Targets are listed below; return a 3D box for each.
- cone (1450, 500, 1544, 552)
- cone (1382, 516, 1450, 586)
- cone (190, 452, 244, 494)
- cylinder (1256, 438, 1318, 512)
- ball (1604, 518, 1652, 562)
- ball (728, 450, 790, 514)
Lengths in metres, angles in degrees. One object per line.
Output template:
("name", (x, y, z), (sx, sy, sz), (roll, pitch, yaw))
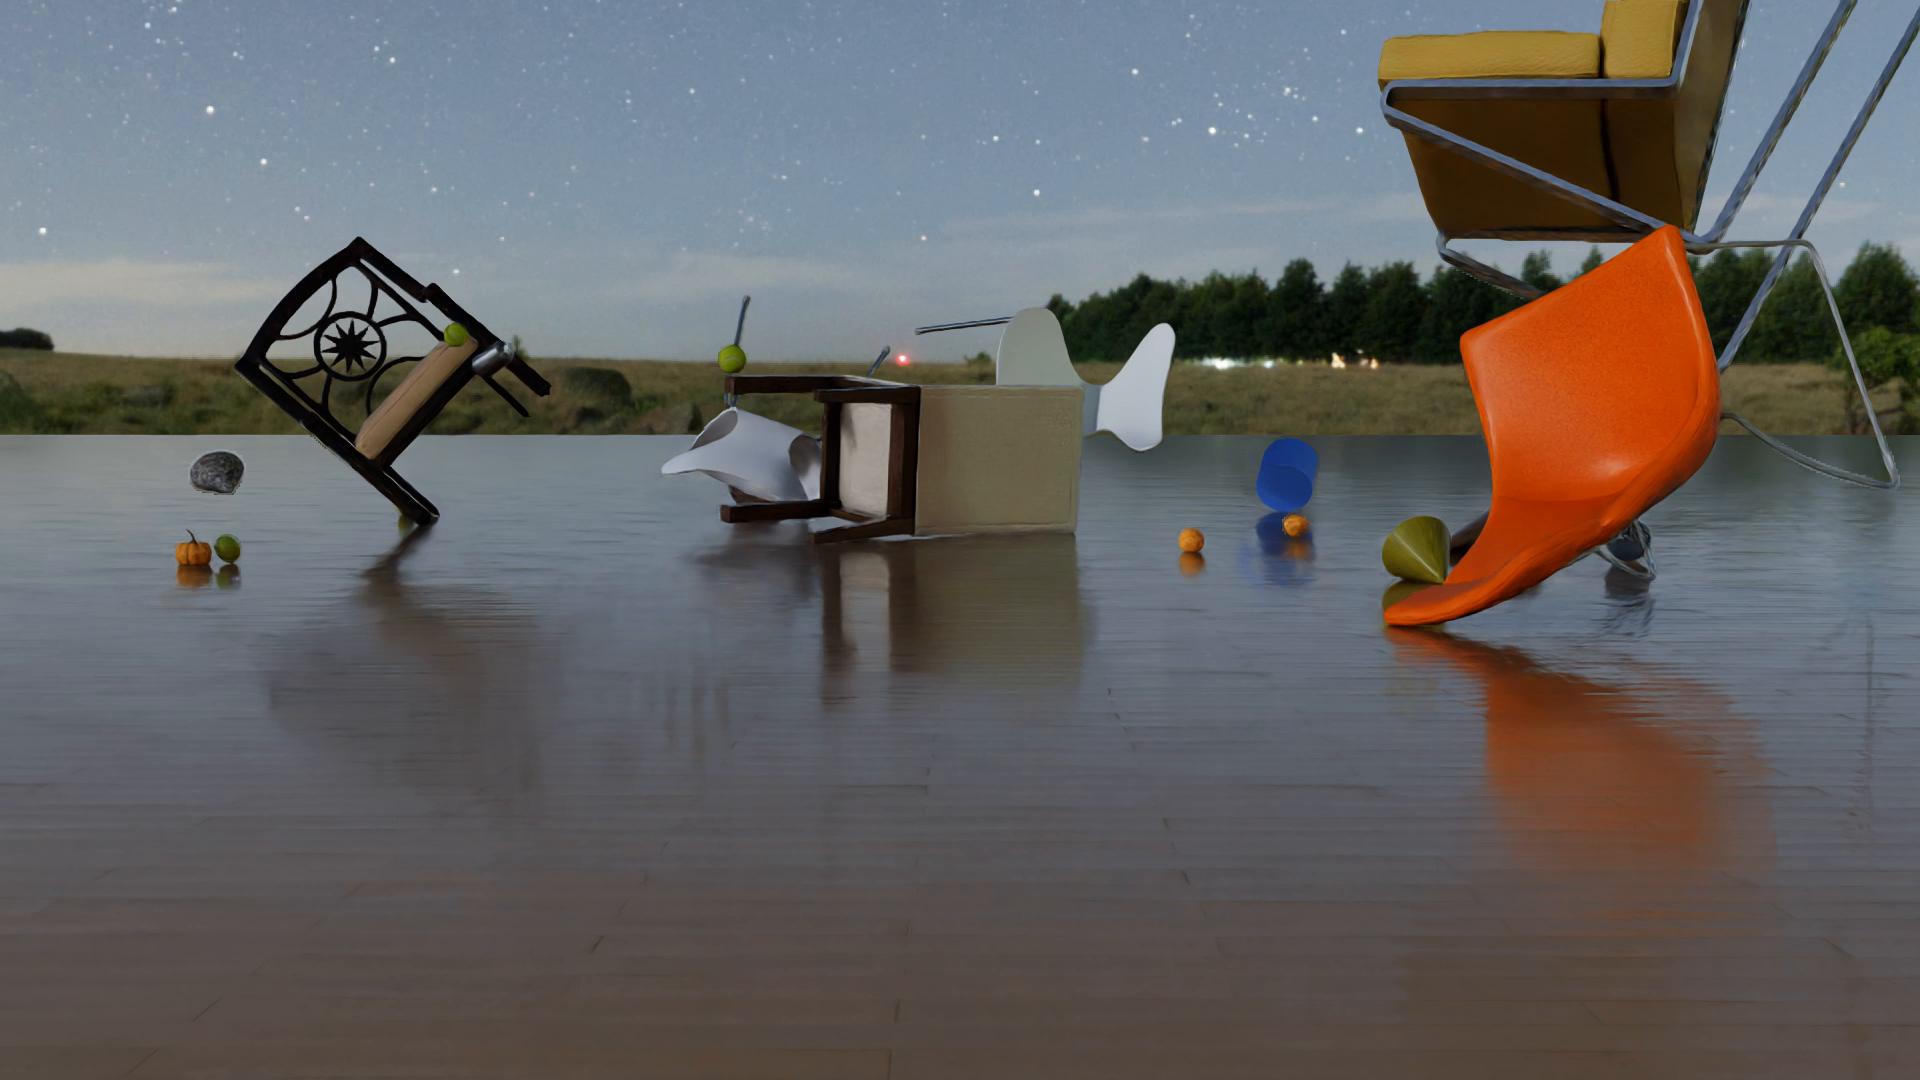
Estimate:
("cone", (1.407, -0.003, 6.077), (0.337, 0.132, 0.260), (-17, -2, -32))
("cone", (1.091, 0.062, 5.087), (0.177, 0.171, 0.169), (26, 21, -29))
("cone", (-2.000, -0.157, 5.977), (0.144, 0.120, 0.136), (-11, 33, -31))
("cylinder", (1.204, -0.240, 8.094), (0.204, 0.196, 0.201), (6, 33, 13))
("ball", (1.740, -0.002, 5.728), (0.116, 0.116, 0.116), (0, 4, 0))
("ball", (-0.726, -0.211, 7.953), (0.227, 0.227, 0.227), (0, 4, 0))
